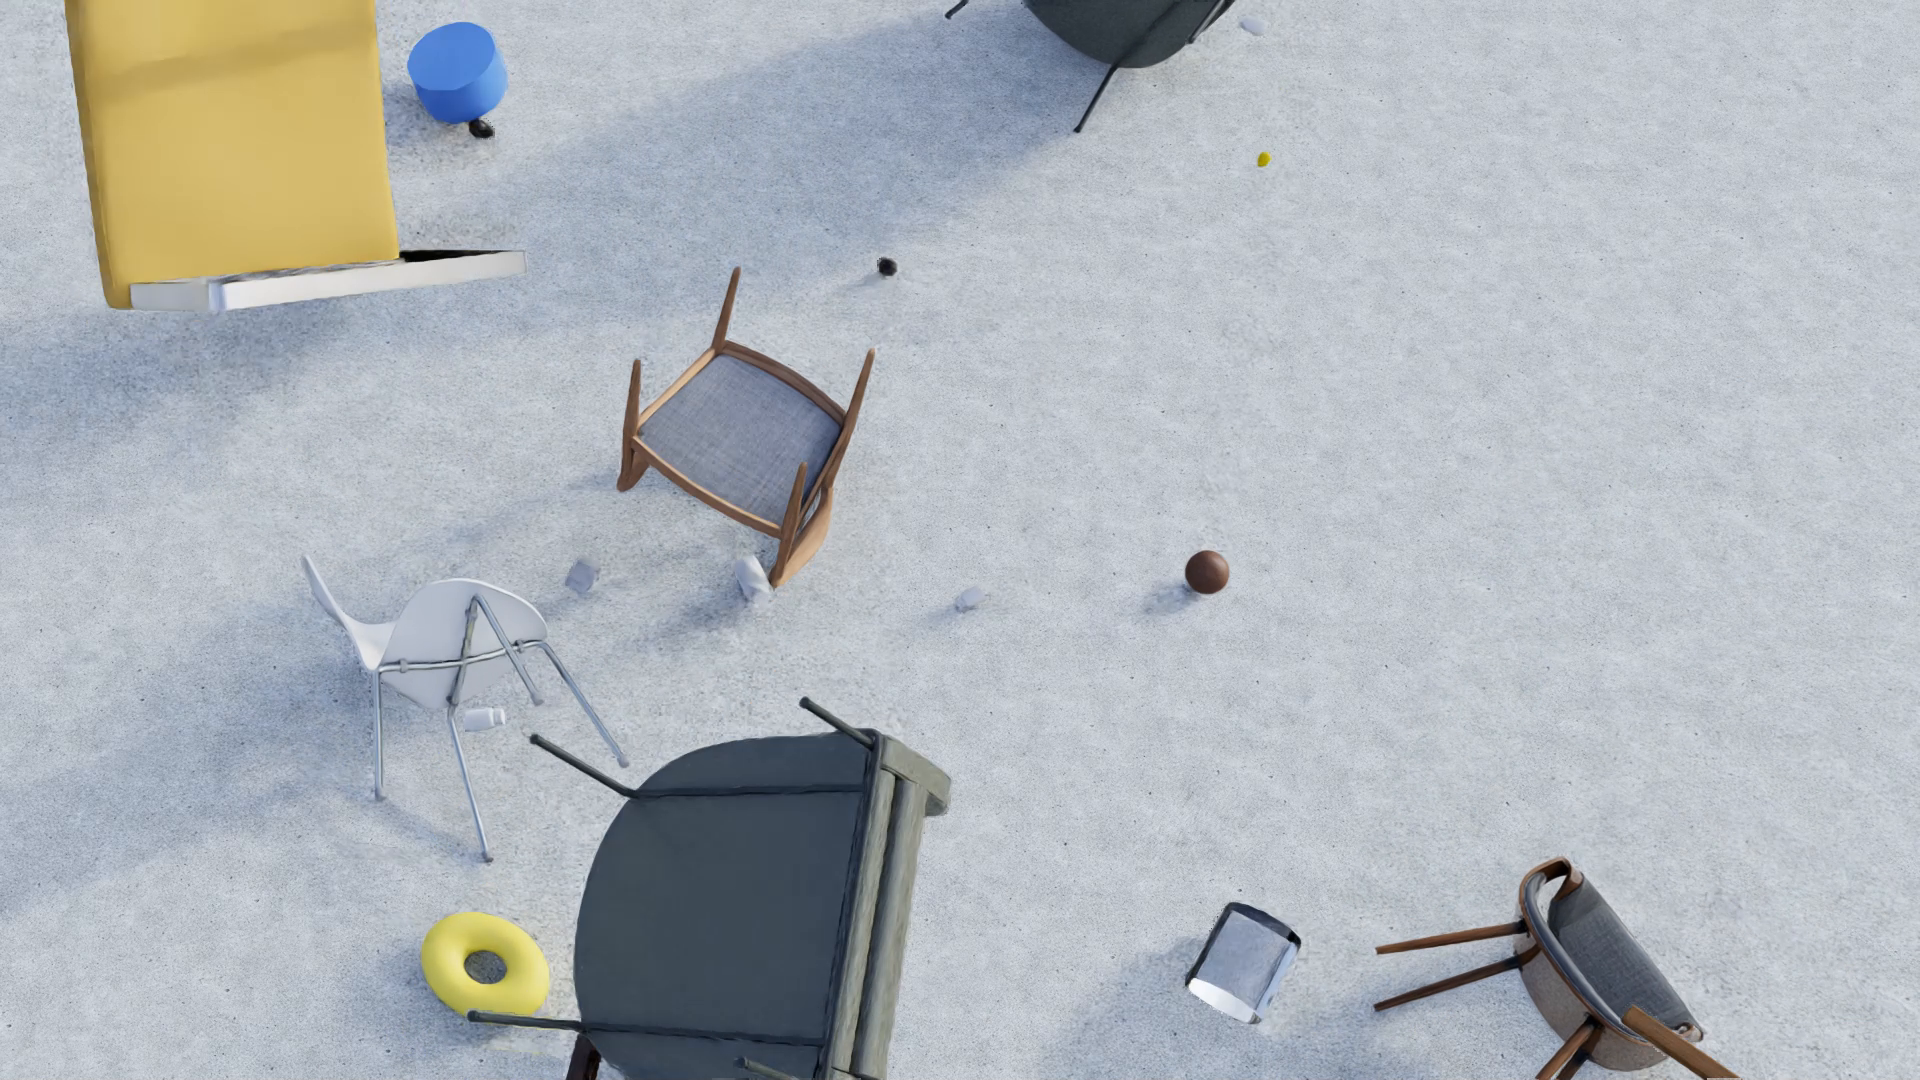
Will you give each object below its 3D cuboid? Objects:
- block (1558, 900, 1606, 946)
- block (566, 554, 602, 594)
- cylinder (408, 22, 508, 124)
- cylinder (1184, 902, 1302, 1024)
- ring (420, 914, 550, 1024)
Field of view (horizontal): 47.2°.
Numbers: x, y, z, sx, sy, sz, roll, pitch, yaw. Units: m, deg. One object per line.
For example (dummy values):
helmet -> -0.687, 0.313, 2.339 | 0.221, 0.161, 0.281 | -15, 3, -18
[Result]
block -> 1.650, 1.019, 5.844 | 0.083, 0.041, 0.091 | -37, 88, -21
block -> -1.099, 0.100, 6.431 | 0.066, 0.094, 0.048 | 31, 27, -4
cylinder -> -1.715, -1.596, 7.513 | 0.298, 0.157, 0.318 | 6, 59, 11
cylinder -> 0.741, 1.104, 5.752 | 0.223, 0.135, 0.248 | 27, 60, 13
ring -> -1.245, 1.122, 5.766 | 0.379, 0.092, 0.271 | 29, 60, 19
